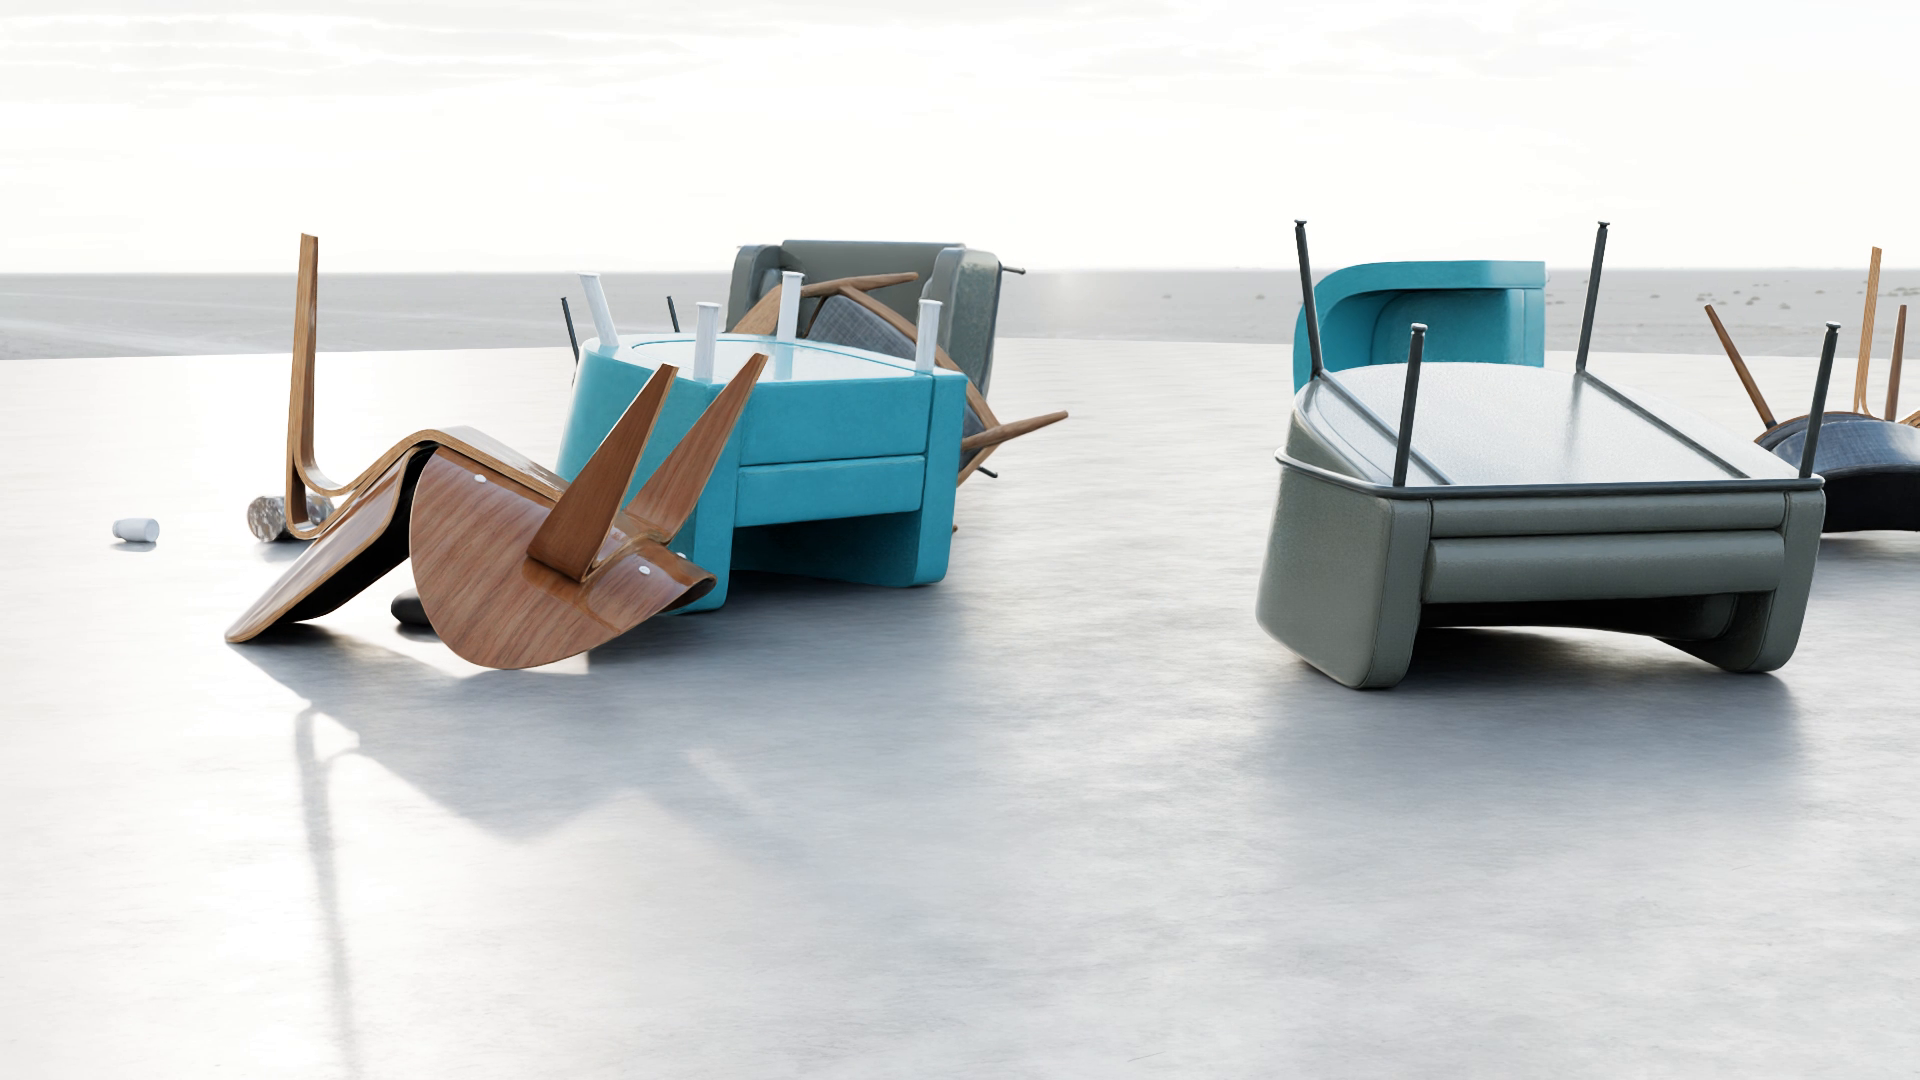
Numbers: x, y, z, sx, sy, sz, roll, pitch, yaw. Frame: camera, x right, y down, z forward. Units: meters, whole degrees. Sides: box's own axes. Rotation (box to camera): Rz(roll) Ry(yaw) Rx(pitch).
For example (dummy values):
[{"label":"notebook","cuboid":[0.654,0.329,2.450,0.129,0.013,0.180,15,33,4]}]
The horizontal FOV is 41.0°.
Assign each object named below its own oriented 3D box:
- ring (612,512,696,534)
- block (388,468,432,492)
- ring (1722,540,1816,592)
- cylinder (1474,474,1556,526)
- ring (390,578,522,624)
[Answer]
[{"label":"ring","cuboid":[-0.787,-0.045,6.615,0.219,0.048,0.212,2,6,27]},{"label":"block","cuboid":[-1.690,-0.183,7.881,0.115,0.064,0.079,4,7,35]},{"label":"ring","cuboid":[1.711,0.054,5.418,0.288,0.098,0.110,-3,4,-37]},{"label":"cylinder","cuboid":[1.470,-0.107,6.790,0.166,0.136,0.136,-2,-8,-19]},{"label":"ring","cuboid":[-0.974,0.119,4.970,0.218,0.060,0.352,1,6,16]}]
